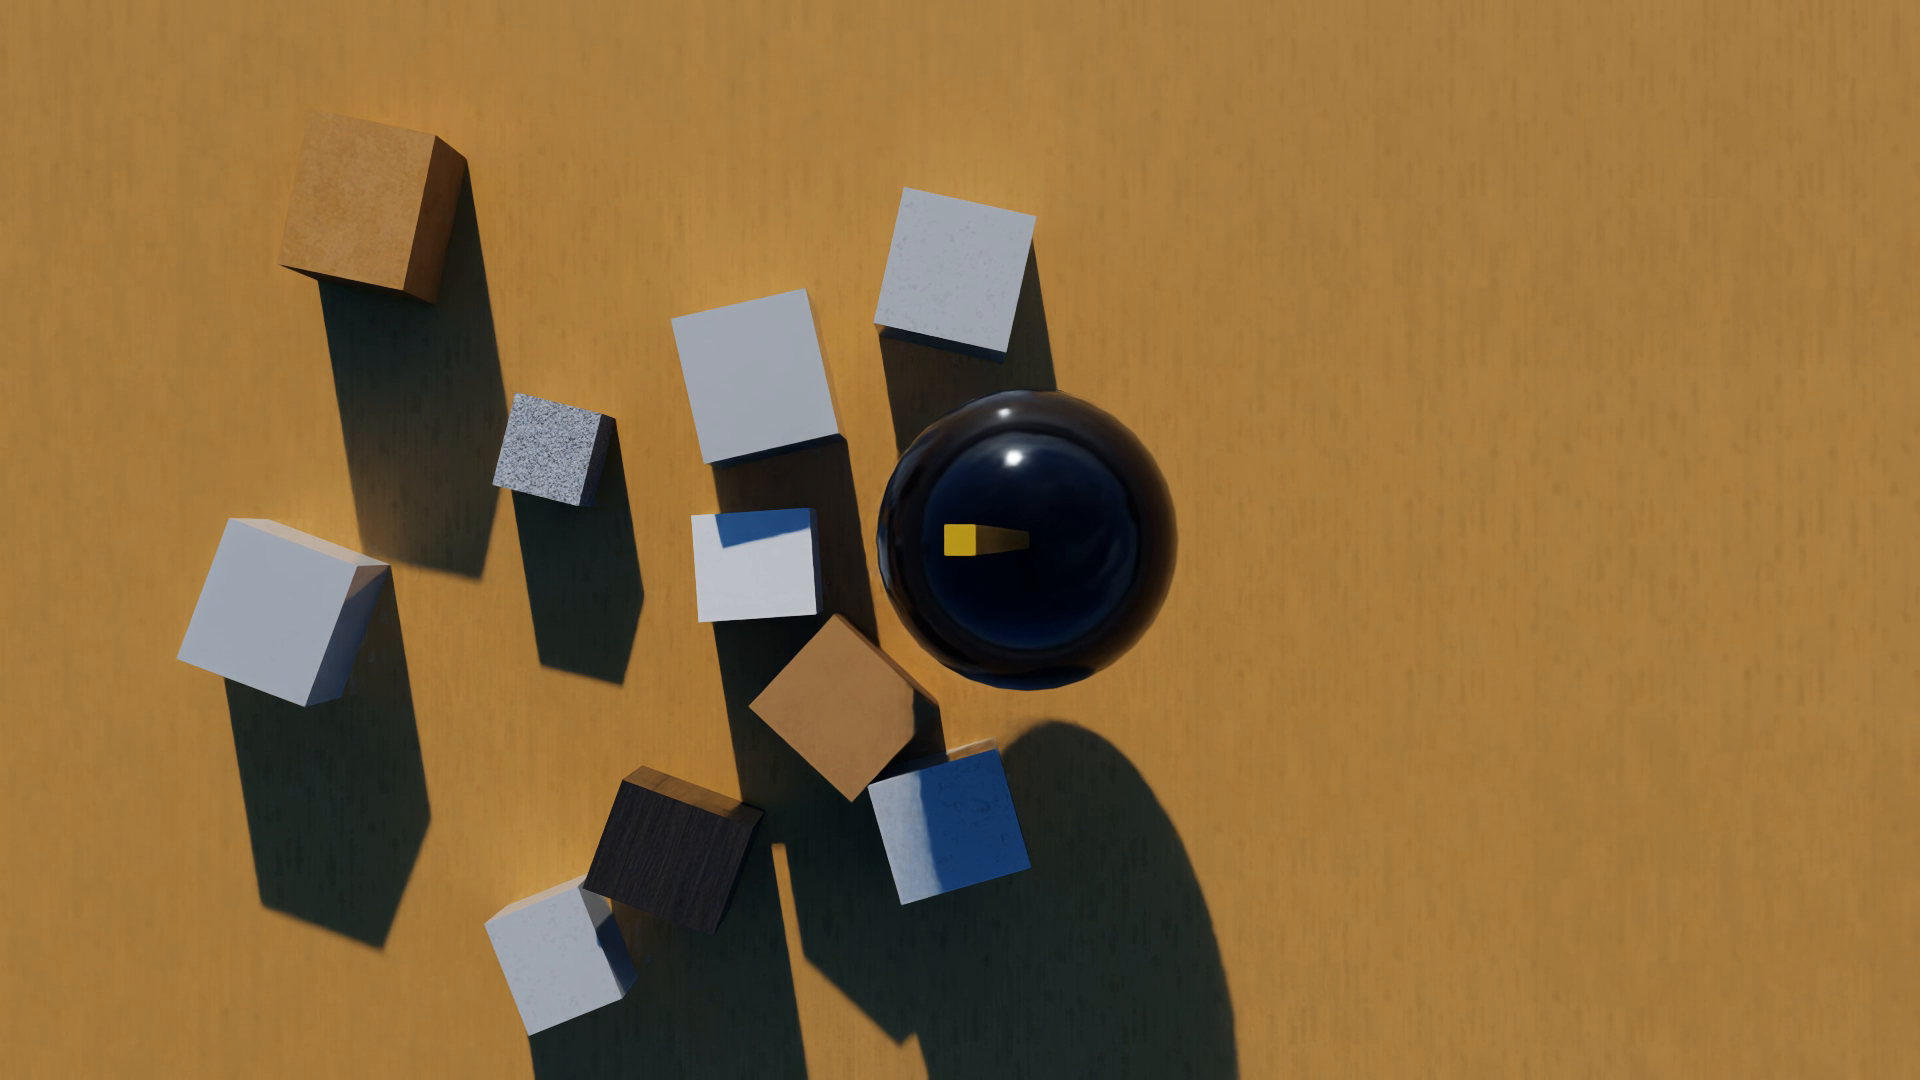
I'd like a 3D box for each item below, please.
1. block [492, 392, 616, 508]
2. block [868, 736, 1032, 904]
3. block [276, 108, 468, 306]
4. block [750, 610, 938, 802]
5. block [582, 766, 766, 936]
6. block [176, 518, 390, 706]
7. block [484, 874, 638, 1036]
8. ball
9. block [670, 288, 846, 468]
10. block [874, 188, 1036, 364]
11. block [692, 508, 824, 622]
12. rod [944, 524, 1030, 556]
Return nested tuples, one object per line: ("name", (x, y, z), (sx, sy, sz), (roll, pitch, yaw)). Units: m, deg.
("block", (-2.347, -0.517, 12.747), (0.505, 0.507, 0.542), (14, 90, 0))
("block", (-0.060, 1.599, 12.634), (0.754, 0.731, 0.694), (-16, 90, 0))
("block", (-3.356, -1.894, 12.610), (0.716, 0.780, 0.885), (12, 90, 0))
("block", (-0.654, 0.940, 12.632), (0.785, 0.736, 0.699), (43, 90, 0))
("block", (-1.624, 1.766, 12.607), (0.774, 0.785, 0.643), (20, 90, 0))
("block", (-3.872, 0.405, 12.641), (0.765, 0.717, 0.840), (21, 90, 0))
("block", (-2.292, 2.372, 12.693), (0.567, 0.614, 0.680), (-22, 90, 0))
("ball", (0.354, 0.000, 11.610), (1.600, 1.600, 1.600), (0, 90, 0))
("block", (-1.132, -0.905, 12.564), (0.763, 0.873, 0.821), (-13, 90, 0))
("block", (-0.028, -1.506, 12.623), (0.758, 0.754, 0.776), (13, 90, 0))
("block", (-1.158, 0.140, 12.676), (0.663, 0.649, 0.601), (-4, 90, 0))
("rod", (0.154, 0.000, 8.216), (0.080, 5.200, 0.080), (0, 90, 3))
